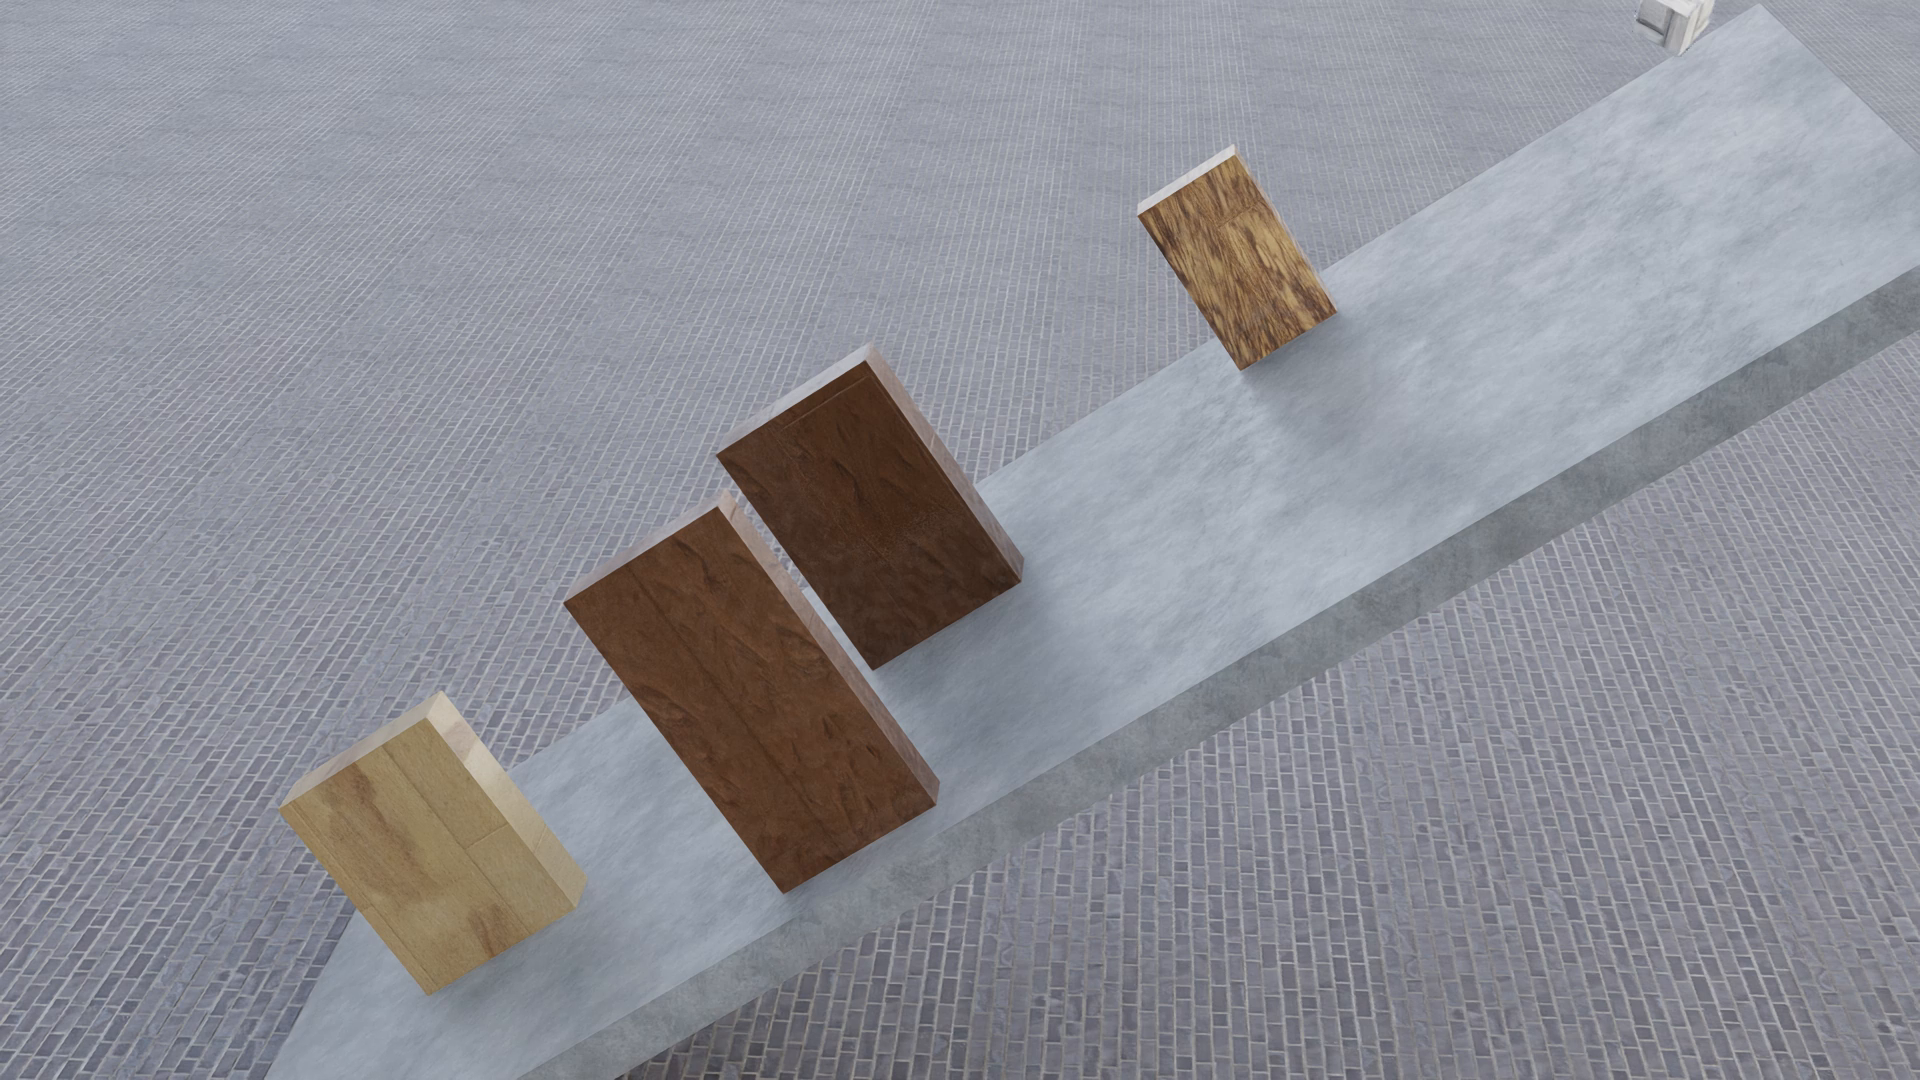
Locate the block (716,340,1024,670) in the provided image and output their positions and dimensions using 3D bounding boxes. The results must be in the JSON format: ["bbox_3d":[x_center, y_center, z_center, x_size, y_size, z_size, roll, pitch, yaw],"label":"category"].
[{"bbox_3d":[-0.192,-0.071,6.401,0.392,0.597,0.141,-31,16,14],"label":"block"}]

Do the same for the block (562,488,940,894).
[{"bbox_3d":[-0.385,0.288,5.511,0.353,0.708,0.103,-31,16,14],"label":"block"}]

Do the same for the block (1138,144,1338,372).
[{"bbox_3d":[0.629,-0.640,6.679,0.258,0.435,0.106,-31,16,14],"label":"block"}]

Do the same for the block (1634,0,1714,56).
[{"bbox_3d":[1.489,-1.103,6.120,0.110,0.110,0.110,35,62,21],"label":"block"}]

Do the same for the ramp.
[{"bbox_3d":[0.138,0.172,6.299,4.000,0.100,2.000,-31,16,14],"label":"ramp"}]

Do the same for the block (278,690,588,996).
[{"bbox_3d":[-1.132,0.656,6.342,0.404,0.530,0.142,-31,16,14],"label":"block"}]
